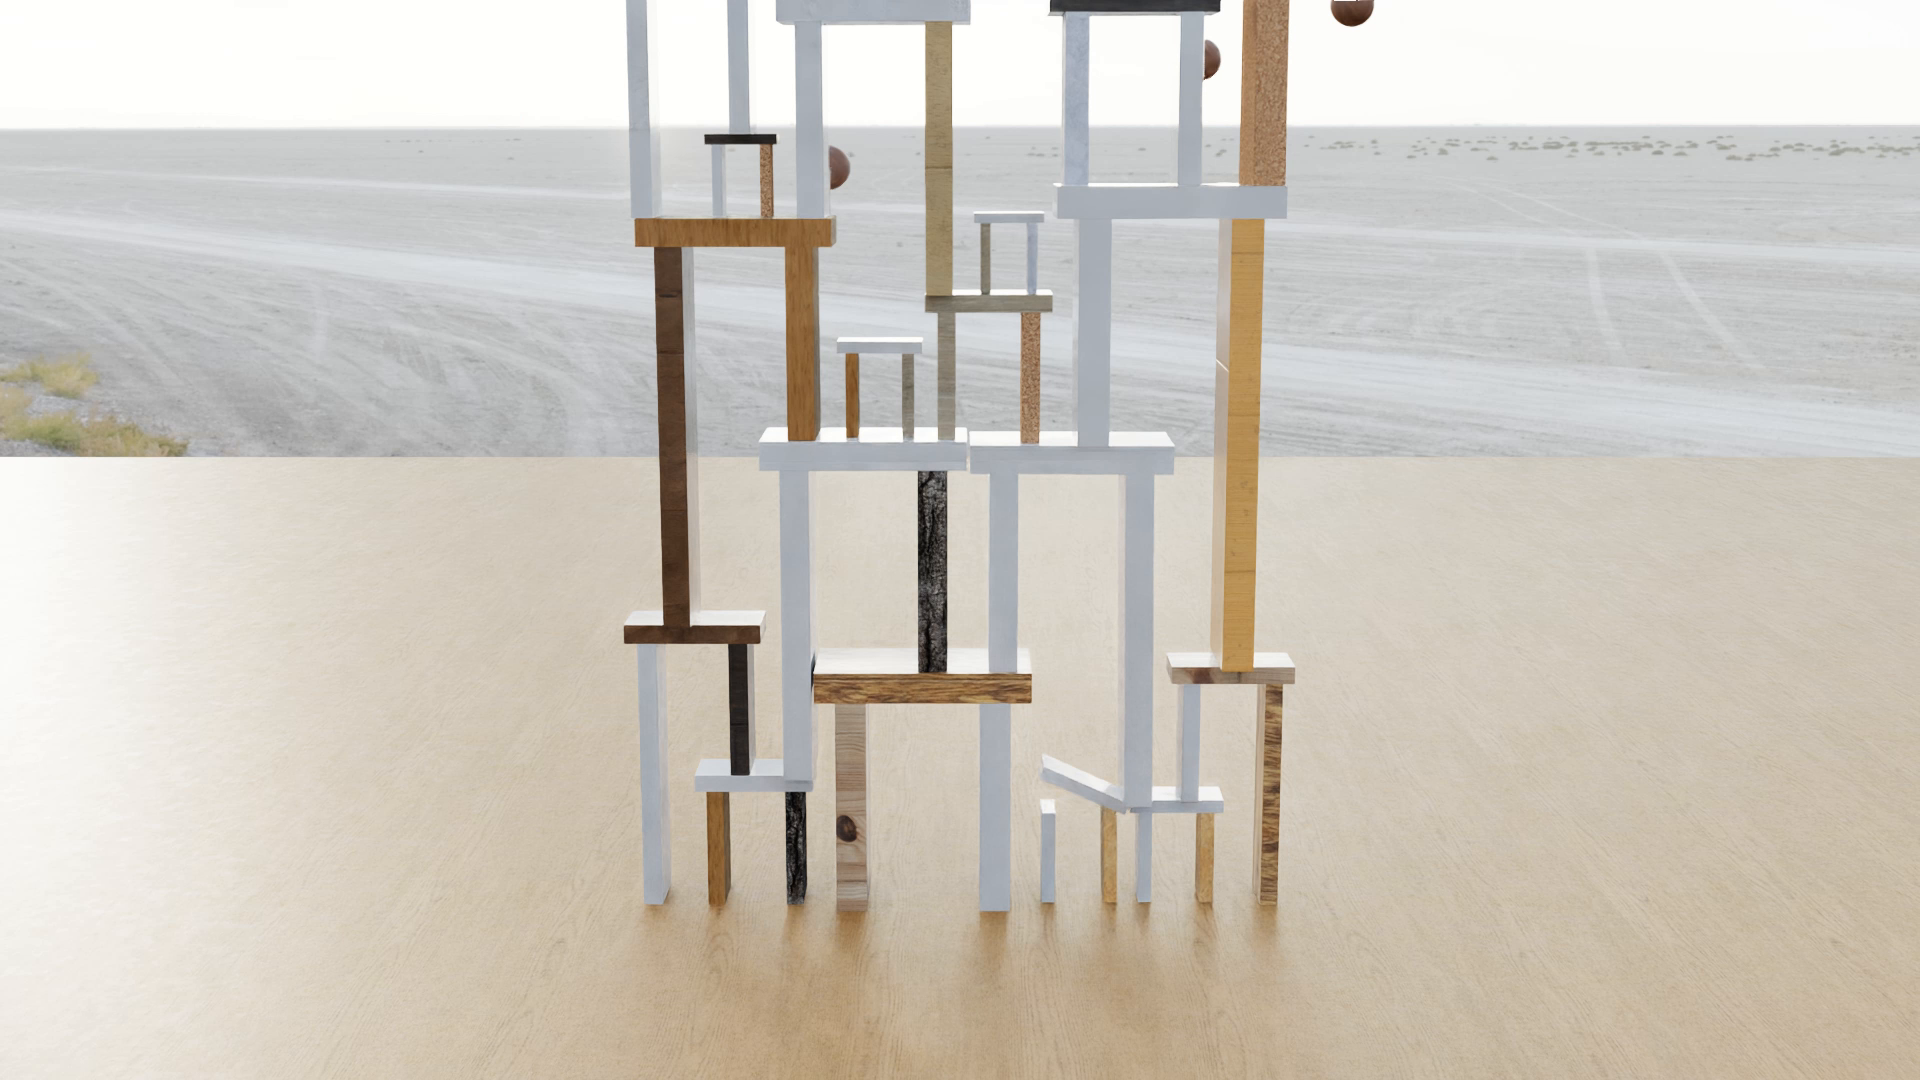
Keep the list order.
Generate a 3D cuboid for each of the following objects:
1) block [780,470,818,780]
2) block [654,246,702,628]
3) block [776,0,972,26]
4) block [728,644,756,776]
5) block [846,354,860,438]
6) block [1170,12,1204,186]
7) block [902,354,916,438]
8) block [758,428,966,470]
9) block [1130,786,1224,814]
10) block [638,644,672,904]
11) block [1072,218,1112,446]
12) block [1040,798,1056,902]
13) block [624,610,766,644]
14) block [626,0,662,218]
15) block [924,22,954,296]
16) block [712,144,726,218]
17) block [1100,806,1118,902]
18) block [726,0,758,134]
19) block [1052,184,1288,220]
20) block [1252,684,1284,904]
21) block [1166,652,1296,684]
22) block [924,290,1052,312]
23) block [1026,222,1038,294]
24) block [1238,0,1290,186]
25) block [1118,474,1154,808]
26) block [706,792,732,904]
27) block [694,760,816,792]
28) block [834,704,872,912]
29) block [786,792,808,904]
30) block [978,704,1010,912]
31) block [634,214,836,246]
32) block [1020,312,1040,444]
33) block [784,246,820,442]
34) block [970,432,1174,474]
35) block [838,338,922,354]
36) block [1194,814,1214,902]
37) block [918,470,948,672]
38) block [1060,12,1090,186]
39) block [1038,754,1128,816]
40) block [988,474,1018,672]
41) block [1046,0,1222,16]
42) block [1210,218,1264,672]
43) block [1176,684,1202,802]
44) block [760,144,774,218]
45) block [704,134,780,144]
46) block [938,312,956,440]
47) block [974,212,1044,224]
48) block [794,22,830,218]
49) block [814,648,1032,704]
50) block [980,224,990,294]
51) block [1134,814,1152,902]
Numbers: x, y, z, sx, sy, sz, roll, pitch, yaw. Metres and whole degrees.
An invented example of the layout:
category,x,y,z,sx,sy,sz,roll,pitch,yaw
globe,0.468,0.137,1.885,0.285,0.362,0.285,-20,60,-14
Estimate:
category,x,y,z,sx,sy,sz,roll,pitch,yaw
block,-0.262,0.125,3.585,0.046,0.505,0.163,0,11,0
block,-0.452,-0.170,3.528,0.043,0.604,0.152,0,11,0
block,-0.131,-0.821,3.405,0.297,0.042,0.149,0,11,0
block,-0.358,0.265,3.612,0.031,0.220,0.110,0,10,0
block,-0.172,-0.235,3.516,0.019,0.134,0.067,0,11,0
block,0.354,-0.687,3.433,0.037,0.261,0.130,0,11,0
block,-0.082,-0.235,3.516,0.019,0.134,0.067,0,11,0
block,-0.153,-0.146,3.535,0.327,0.046,0.163,0,11,0
block,0.355,0.429,3.636,0.153,0.022,0.076,0,11,0
block,-0.504,0.373,3.632,0.031,0.439,0.110,0,11,0
block,0.209,-0.336,3.500,0.050,0.353,0.176,0,11,0
block,0.146,0.515,3.651,0.022,0.154,0.077,0,11,0
block,-0.431,0.142,3.589,0.220,0.031,0.110,0,11,0
block,-0.493,-0.686,3.433,0.033,0.360,0.116,0,11,0
block,-0.032,-0.597,3.448,0.042,0.415,0.149,0,11,0
block,-0.379,-0.565,3.456,0.016,0.112,0.056,0,11,0
block,0.247,0.515,3.651,0.022,0.154,0.077,-1,11,0
block,-0.339,-0.749,3.421,0.033,0.231,0.116,0,11,0
block,0.326,-0.534,3.463,0.353,0.050,0.176,0,11,0
block,0.508,0.407,3.631,0.028,0.374,0.099,0,11,0
block,0.441,0.209,3.595,0.199,0.028,0.099,0,11,0
block,0.045,-0.378,3.485,0.200,0.028,0.100,0,11,0
block,0.113,-0.447,3.474,0.016,0.110,0.055,0,11,0
block,0.473,-0.877,3.397,0.049,0.647,0.175,0,11,0
block,0.286,0.150,3.590,0.046,0.544,0.161,-1,11,0
block,-0.400,0.496,3.647,0.027,0.193,0.096,0,11,0
block,-0.336,0.388,3.627,0.193,0.027,0.096,0,11,0
block,-0.176,0.418,3.640,0.049,0.349,0.175,0,11,0
block,-0.271,0.496,3.647,0.027,0.193,0.096,0,11,0
block,0.057,0.418,3.640,0.049,0.349,0.175,0,11,0
block,-0.351,-0.488,3.469,0.303,0.043,0.152,0,11,0
block,0.112,-0.263,3.506,0.028,0.206,0.100,0,11,0
block,-0.249,-0.318,3.501,0.043,0.303,0.152,0,11,0
block,0.177,-0.140,3.536,0.321,0.046,0.161,0,11,0
block,-0.127,-0.310,3.502,0.134,0.019,0.067,0,11,0
block,0.406,0.515,3.652,0.022,0.153,0.076,0,11,0
block,-0.044,0.037,3.569,0.046,0.327,0.163,0,11,0
block,0.180,-0.687,3.434,0.037,0.261,0.131,0,11,0
block,0.203,0.404,3.630,0.154,0.022,0.077,24,10,-4
block,0.069,0.040,3.569,0.046,0.321,0.161,0,11,0
block,0.266,-0.833,3.406,0.261,0.037,0.131,0,11,0
block,0.444,-0.158,3.533,0.050,0.717,0.176,0,11,0
block,0.375,0.321,3.616,0.028,0.199,0.099,0,10,0
block,-0.304,-0.565,3.456,0.016,0.113,0.056,0,11,0
block,-0.341,-0.628,3.445,0.113,0.016,0.056,0,11,0
block,-0.021,-0.266,3.506,0.028,0.200,0.100,0,11,0
block,0.077,-0.508,3.462,0.110,0.016,0.055,0,11,0
block,-0.230,-0.655,3.436,0.042,0.297,0.149,0,11,0
block,-0.060,0.222,3.604,0.349,0.049,0.175,0,11,0
block,0.040,-0.446,3.474,0.016,0.110,0.055,0,11,0
block,0.304,0.515,3.652,0.022,0.153,0.076,0,11,0
